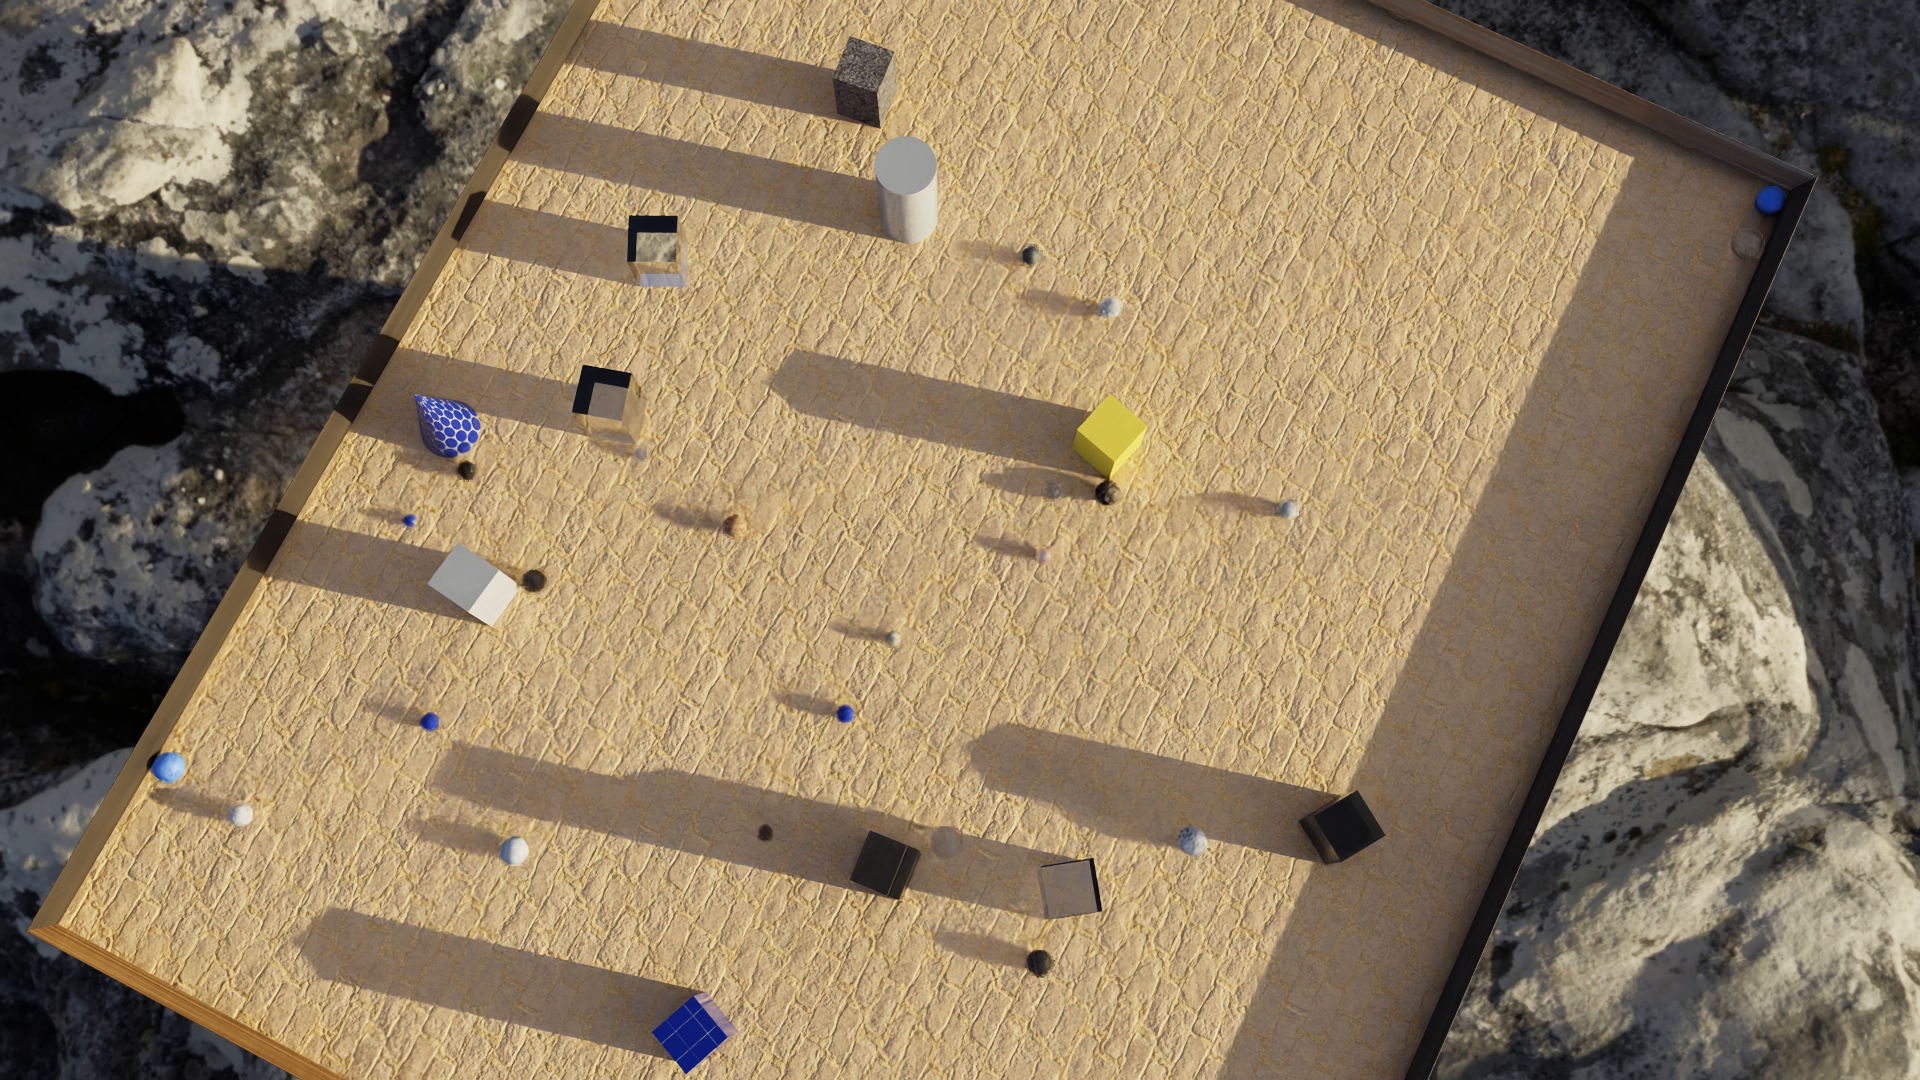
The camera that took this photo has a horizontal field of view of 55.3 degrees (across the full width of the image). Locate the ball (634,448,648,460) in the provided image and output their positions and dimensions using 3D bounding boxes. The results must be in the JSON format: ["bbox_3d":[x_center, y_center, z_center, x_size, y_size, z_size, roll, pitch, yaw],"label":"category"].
[{"bbox_3d":[-0.984,-0.265,5.651,0.040,0.040,0.040,0,78,0],"label":"ball"}]

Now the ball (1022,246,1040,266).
[{"bbox_3d":[0.225,-0.895,5.772,0.057,0.057,0.057,0,78,0],"label":"ball"}]

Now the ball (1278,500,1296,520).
[{"bbox_3d":[1.001,-0.092,5.606,0.058,0.058,0.058,0,78,0],"label":"ball"}]

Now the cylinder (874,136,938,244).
[{"bbox_3d":[-0.162,-1.071,5.634,0.186,0.400,0.186,0,78,0],"label":"cylinder"}]

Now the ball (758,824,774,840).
[{"bbox_3d":[-0.574,0.865,5.414,0.047,0.047,0.047,0,78,0],"label":"ball"}]

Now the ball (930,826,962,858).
[{"bbox_3d":[-0.041,0.889,5.385,0.093,0.093,0.093,0,78,0],"label":"ball"}]

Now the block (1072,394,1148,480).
[{"bbox_3d":[0.454,-0.312,5.565,0.149,0.226,0.149,41,81,8],"label":"block"}]

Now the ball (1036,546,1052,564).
[{"bbox_3d":[0.257,0.045,5.580,0.052,0.052,0.052,0,78,0],"label":"ball"}]

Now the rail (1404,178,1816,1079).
[{"bbox_3d":[1.663,0.821,5.384,0.045,0.121,4.462,26,80,5],"label":"rail"}]

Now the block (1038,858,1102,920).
[{"bbox_3d":[0.312,1.003,5.260,0.149,0.292,0.149,-9,78,-2],"label":"block"}]

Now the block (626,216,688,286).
[{"bbox_3d":[-0.936,-0.894,5.686,0.149,0.225,0.149,0,78,0],"label":"block"}]

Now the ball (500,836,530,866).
[{"bbox_3d":[-1.308,0.913,5.385,0.083,0.083,0.083,0,78,0],"label":"ball"}]

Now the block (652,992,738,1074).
[{"bbox_3d":[-0.747,1.395,5.195,0.149,0.261,0.149,-41,81,-8],"label":"block"}]

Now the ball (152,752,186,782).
[{"bbox_3d":[-2.345,0.672,5.432,0.089,0.089,0.089,0,78,0],"label":"ball"}]

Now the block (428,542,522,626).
[{"bbox_3d":[-1.441,0.135,5.449,0.149,0.273,0.149,33,80,6],"label":"block"}]

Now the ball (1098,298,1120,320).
[{"bbox_3d":[0.468,-0.724,5.732,0.067,0.067,0.067,0,78,0],"label":"ball"}]

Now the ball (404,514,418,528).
[{"bbox_3d":[-1.682,-0.059,5.607,0.041,0.041,0.041,0,78,0],"label":"ball"}]

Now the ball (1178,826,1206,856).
[{"bbox_3d":[0.683,0.885,5.390,0.084,0.084,0.084,0,78,0],"label":"ball"}]

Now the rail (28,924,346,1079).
[{"bbox_3d":[-0.987,1.940,5.153,3.766,0.121,0.045,26,80,5],"label":"rail"}]

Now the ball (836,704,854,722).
[{"bbox_3d":[-0.343,0.518,5.483,0.052,0.052,0.052,0,78,0],"label":"ball"}]

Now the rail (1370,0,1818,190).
[{"bbox_3d":[0.987,-1.927,5.952,3.766,0.121,0.045,26,80,5],"label":"rail"}]

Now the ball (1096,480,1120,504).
[{"bbox_3d":[0.453,-0.145,5.608,0.076,0.076,0.076,0,78,0],"label":"ball"}]

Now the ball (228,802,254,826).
[{"bbox_3d":[-2.125,0.811,5.413,0.070,0.070,0.070,0,78,0],"label":"ball"}]

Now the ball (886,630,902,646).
[{"bbox_3d":[-0.201,0.297,5.531,0.047,0.047,0.047,0,78,0],"label":"ball"}]

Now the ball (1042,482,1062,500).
[{"bbox_3d":[0.282,-0.151,5.619,0.056,0.056,0.056,0,78,0],"label":"ball"}]

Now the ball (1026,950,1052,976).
[{"bbox_3d":[0.231,1.228,5.325,0.074,0.074,0.074,0,78,0],"label":"ball"}]

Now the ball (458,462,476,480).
[{"bbox_3d":[-1.516,-0.214,5.631,0.057,0.057,0.057,0,78,0],"label":"ball"}]

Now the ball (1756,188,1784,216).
[{"bbox_3d":[2.560,-1.068,5.794,0.085,0.085,0.085,0,78,0],"label":"ball"}]

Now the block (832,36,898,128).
[{"bbox_3d":[-0.298,-1.442,5.783,0.149,0.258,0.149,20,79,4],"label":"block"}]

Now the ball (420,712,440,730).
[{"bbox_3d":[-1.584,0.542,5.477,0.053,0.053,0.053,0,78,0],"label":"ball"}]

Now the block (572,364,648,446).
[{"bbox_3d":[-1.059,-0.407,5.555,0.149,0.286,0.149,10,79,2],"label":"block"}]

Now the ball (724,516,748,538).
[{"bbox_3d":[-0.685,-0.041,5.589,0.070,0.070,0.070,0,78,0],"label":"ball"}]

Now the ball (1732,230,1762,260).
[{"bbox_3d":[2.473,-0.928,5.763,0.089,0.089,0.089,0,78,0],"label":"ball"}]

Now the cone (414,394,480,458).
[{"bbox_3d":[-1.581,-0.384,5.499,0.186,0.385,0.186,0,78,0],"label":"cone"}]

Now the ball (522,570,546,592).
[{"bbox_3d":[-1.291,0.124,5.554,0.072,0.072,0.072,0,78,0],"label":"ball"}]

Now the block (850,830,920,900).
[{"bbox_3d":[-0.212,0.939,5.270,0.149,0.298,0.149,21,79,4],"label":"block"}]

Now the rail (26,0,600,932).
[{"bbox_3d":[-1.663,-0.808,5.721,0.045,0.121,4.462,26,80,5],"label":"rail"}]

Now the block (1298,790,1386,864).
[{"bbox_3d":[1.107,0.836,5.323,0.149,0.235,0.149,-30,80,-6],"label":"block"}]
